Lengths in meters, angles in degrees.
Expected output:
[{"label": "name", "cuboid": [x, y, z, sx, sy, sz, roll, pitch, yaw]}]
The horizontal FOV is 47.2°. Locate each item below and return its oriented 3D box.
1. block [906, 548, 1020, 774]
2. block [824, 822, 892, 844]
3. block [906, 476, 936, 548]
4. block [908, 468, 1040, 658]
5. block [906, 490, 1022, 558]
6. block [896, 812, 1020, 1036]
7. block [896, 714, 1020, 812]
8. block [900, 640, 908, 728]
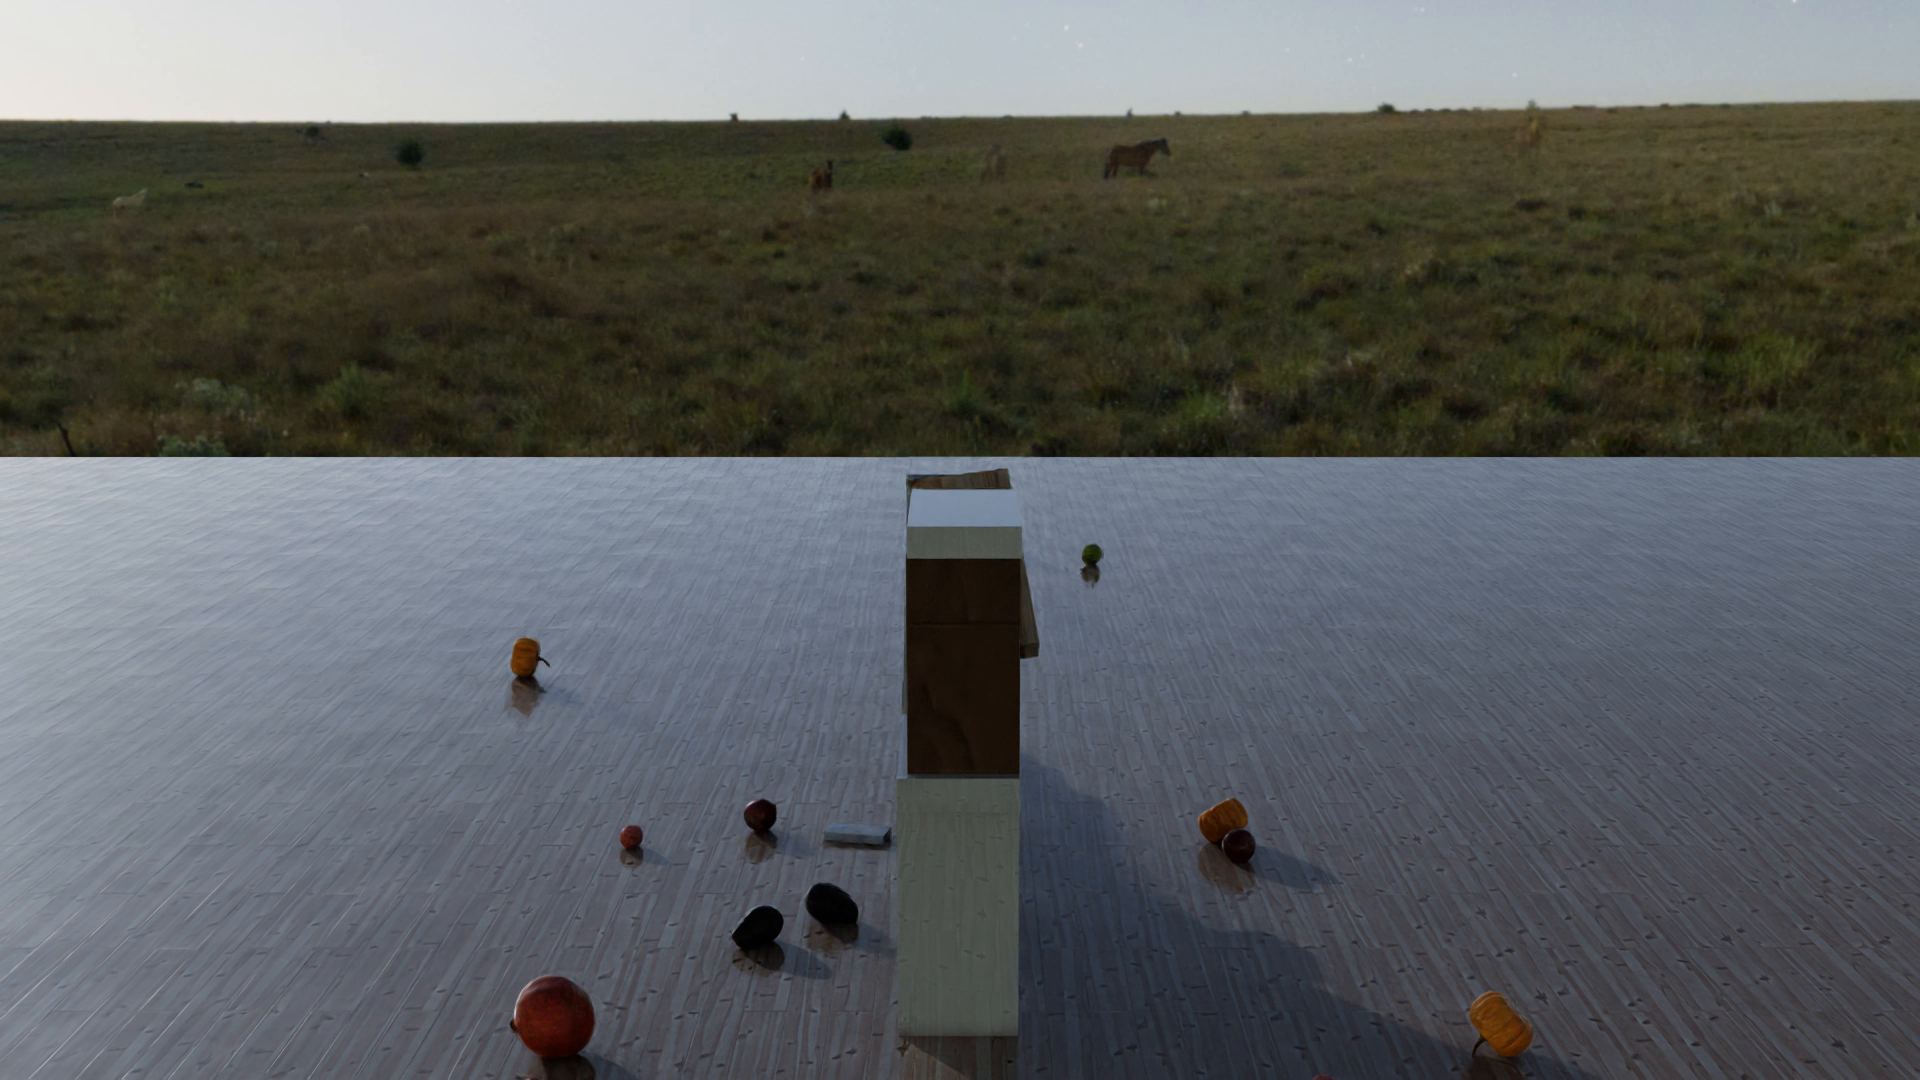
[{"label": "block", "cuboid": [0.005, 0.166, 3.004, 0.153, 0.307, 0.043, 0, 11, 0]}, {"label": "block", "cuboid": [-0.185, 0.529, 3.957, 0.111, 0.016, 0.055, 3, 11, 14]}, {"label": "block", "cuboid": [-0.006, 0.071, 3.632, 0.164, 0.367, 0.047, 0, -20, -1]}, {"label": "block", "cuboid": [0.020, 0.043, 3.546, 0.164, 0.328, 0.047, -7, -31, -4]}, {"label": "block", "cuboid": [0.006, -0.025, 3.068, 0.153, 0.043, 0.307, 0, 11, 0]}, {"label": "block", "cuboid": [-0.003, 0.527, 3.084, 0.169, 0.337, 0.048, 0, 11, 0]}, {"label": "block", "cuboid": [-0.002, 0.317, 3.159, 0.169, 0.048, 0.337, 0, 11, 0]}, {"label": "block", "cuboid": [-0.008, 0.245, 3.491, 0.164, 0.329, 0.047, 2, -28, 1]}]
